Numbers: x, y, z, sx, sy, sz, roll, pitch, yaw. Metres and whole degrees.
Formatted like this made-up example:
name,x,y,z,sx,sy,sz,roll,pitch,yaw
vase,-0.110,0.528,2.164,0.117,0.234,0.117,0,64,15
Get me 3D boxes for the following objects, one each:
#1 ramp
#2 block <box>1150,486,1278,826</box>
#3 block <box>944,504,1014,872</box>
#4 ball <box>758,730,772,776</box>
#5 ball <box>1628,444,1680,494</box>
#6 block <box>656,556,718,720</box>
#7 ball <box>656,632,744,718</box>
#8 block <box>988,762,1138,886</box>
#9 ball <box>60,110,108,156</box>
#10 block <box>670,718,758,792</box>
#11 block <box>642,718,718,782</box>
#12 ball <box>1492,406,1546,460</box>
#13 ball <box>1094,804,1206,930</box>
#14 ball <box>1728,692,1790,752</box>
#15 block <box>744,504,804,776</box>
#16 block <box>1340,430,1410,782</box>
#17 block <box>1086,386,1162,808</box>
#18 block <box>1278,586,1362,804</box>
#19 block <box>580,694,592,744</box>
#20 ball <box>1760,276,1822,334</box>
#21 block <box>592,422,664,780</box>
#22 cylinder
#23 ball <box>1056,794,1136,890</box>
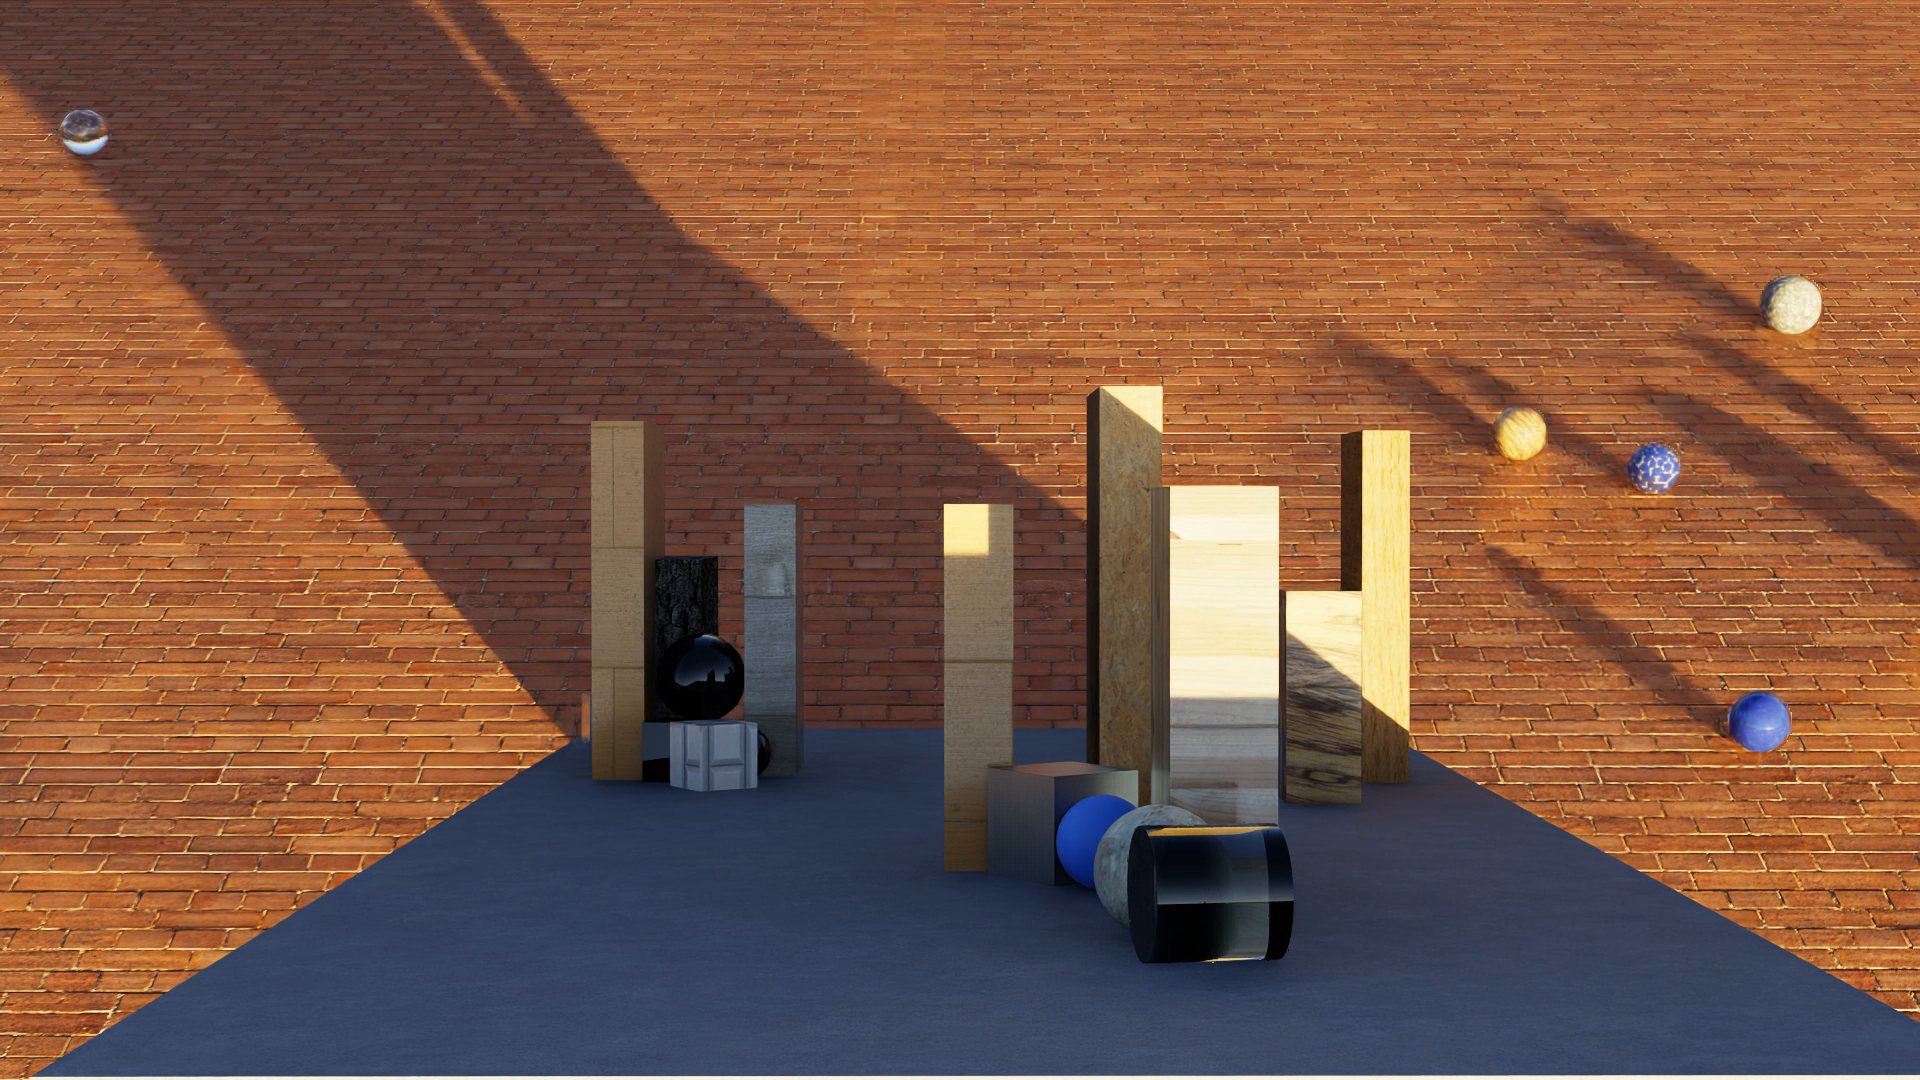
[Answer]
name,x,y,z,sx,sy,sz,roll,pitch,yaw
ramp,0.062,0.560,4.598,2.000,0.100,4.000,0,1,0
block,0.358,0.224,3.678,0.147,0.598,0.348,0,1,0
block,0.029,0.229,4.173,0.108,0.574,0.269,0,1,0
ball,-0.450,0.443,5.384,0.113,0.113,0.113,0,28,0
ball,2.137,-0.217,7.960,0.155,0.155,0.155,0,28,0
block,-0.633,0.267,5.776,0.149,0.453,0.400,0,1,0
ball,-0.549,0.292,5.482,0.190,0.190,0.190,0,28,0
block,0.159,0.436,3.995,0.165,0.165,0.165,-1,1,-37
ball,-3.649,-1.699,10.761,0.190,0.190,0.190,0,28,0
block,-0.501,0.436,5.248,0.131,0.131,0.131,-1,1,-33
block,-0.580,0.437,5.379,0.123,0.123,0.123,0,1,17
ball,1.769,-0.337,8.173,0.172,0.172,0.172,0,28,0
ball,0.265,0.439,3.420,0.177,0.177,0.177,0,28,0
ball,2.055,0.469,6.646,0.154,0.154,0.154,0,28,0
block,-0.400,0.210,5.578,0.108,0.573,0.282,0,1,0
block,0.875,0.135,5.459,0.097,0.724,0.302,0,1,0
block,0.267,0.136,4.251,0.098,0.758,0.406,0,1,0
block,0.697,0.299,5.134,0.144,0.406,0.373,0,1,0
block,-0.847,0.430,6.232,0.114,0.114,0.114,0,1,-20
ball,2.917,-0.823,9.066,0.206,0.206,0.206,0,28,0
block,-0.712,0.123,5.565,0.109,0.746,0.390,0,1,0
cylinder,0.313,0.444,3.251,0.172,0.172,0.172,0,27,-9
ball,0.214,0.450,3.844,0.142,0.142,0.142,0,28,0
